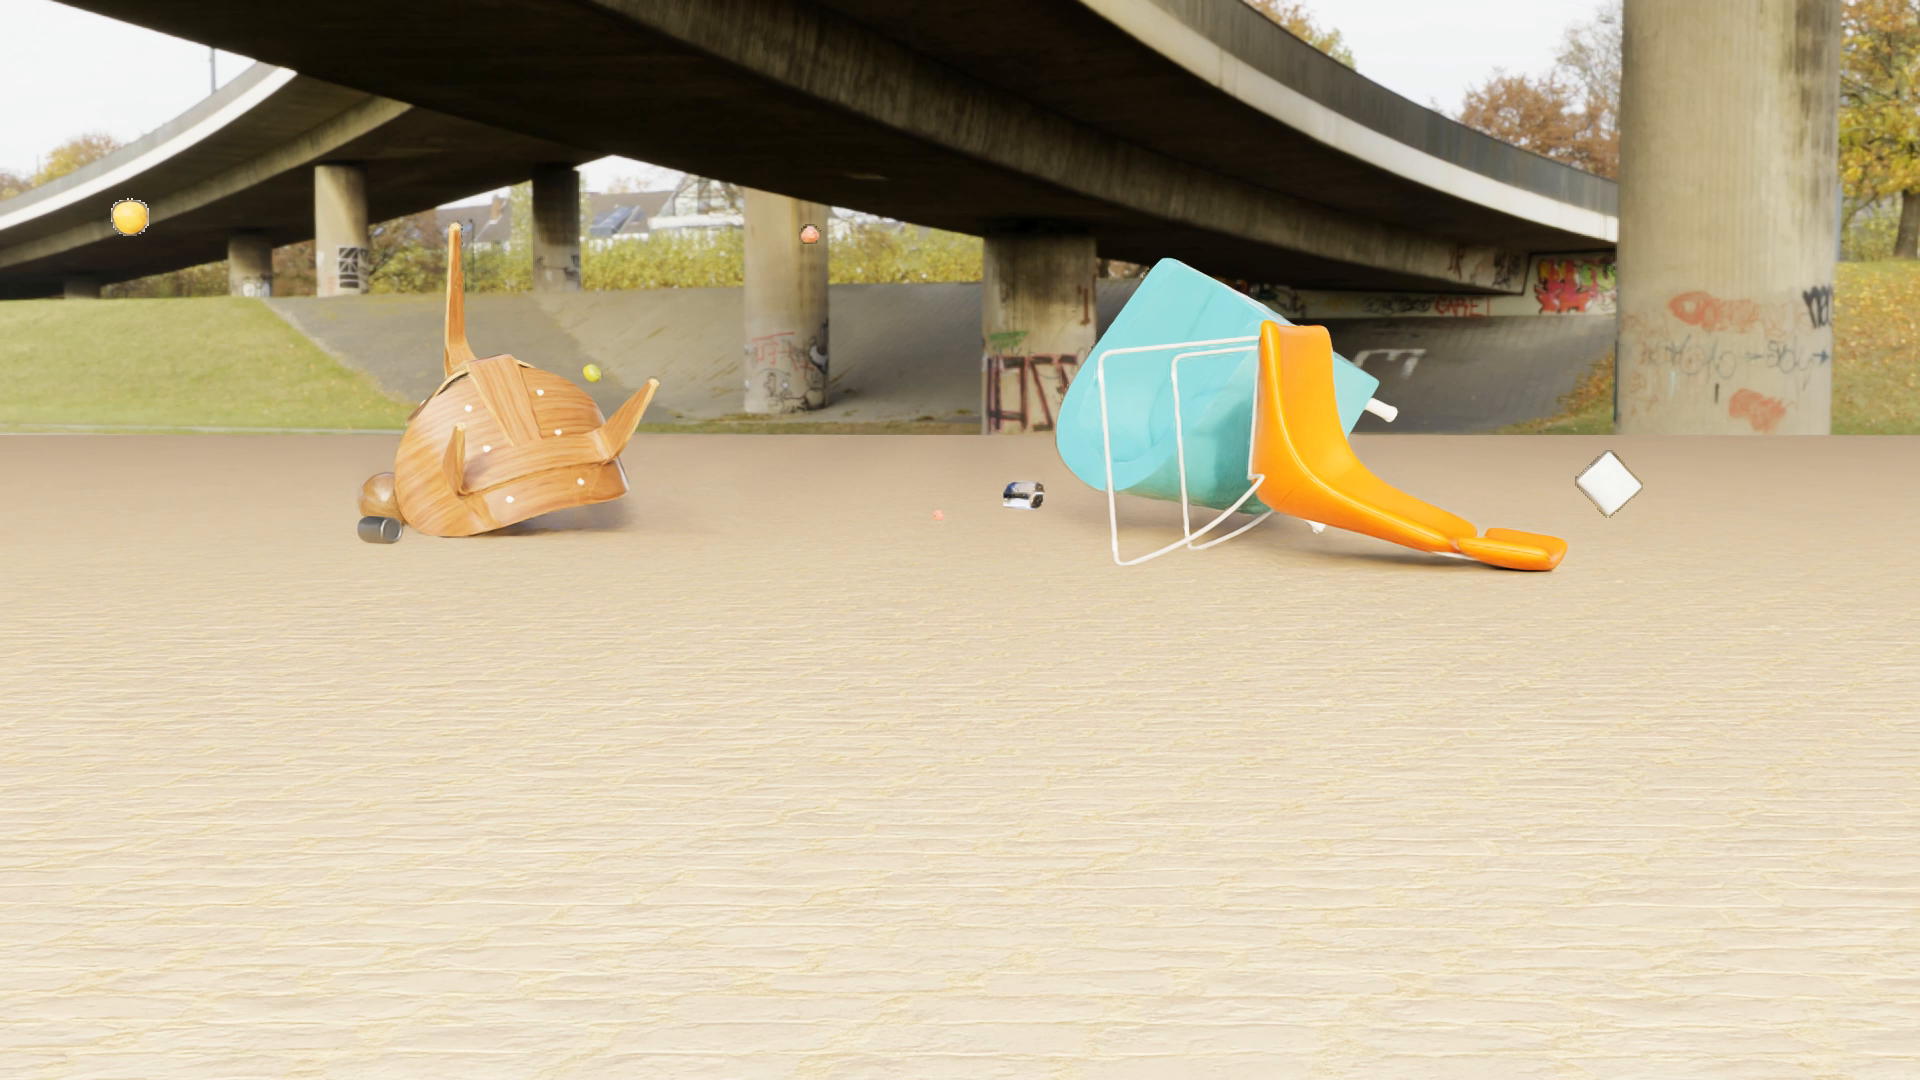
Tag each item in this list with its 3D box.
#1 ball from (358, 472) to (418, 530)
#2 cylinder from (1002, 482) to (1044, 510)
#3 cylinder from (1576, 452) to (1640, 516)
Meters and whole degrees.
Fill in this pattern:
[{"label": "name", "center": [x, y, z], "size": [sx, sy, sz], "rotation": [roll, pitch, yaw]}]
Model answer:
[{"label": "ball", "center": [-1.821, -0.124, 6.997], "size": [0.185, 0.185, 0.185], "rotation": [0, 4, 0]}, {"label": "cylinder", "center": [0.238, -0.165, 8.239], "size": [0.110, 0.089, 0.134], "rotation": [2, 26, 27]}, {"label": "cylinder", "center": [1.708, -0.148, 5.789], "size": [0.122, 0.122, 0.067], "rotation": [-40, -7, -10]}]
